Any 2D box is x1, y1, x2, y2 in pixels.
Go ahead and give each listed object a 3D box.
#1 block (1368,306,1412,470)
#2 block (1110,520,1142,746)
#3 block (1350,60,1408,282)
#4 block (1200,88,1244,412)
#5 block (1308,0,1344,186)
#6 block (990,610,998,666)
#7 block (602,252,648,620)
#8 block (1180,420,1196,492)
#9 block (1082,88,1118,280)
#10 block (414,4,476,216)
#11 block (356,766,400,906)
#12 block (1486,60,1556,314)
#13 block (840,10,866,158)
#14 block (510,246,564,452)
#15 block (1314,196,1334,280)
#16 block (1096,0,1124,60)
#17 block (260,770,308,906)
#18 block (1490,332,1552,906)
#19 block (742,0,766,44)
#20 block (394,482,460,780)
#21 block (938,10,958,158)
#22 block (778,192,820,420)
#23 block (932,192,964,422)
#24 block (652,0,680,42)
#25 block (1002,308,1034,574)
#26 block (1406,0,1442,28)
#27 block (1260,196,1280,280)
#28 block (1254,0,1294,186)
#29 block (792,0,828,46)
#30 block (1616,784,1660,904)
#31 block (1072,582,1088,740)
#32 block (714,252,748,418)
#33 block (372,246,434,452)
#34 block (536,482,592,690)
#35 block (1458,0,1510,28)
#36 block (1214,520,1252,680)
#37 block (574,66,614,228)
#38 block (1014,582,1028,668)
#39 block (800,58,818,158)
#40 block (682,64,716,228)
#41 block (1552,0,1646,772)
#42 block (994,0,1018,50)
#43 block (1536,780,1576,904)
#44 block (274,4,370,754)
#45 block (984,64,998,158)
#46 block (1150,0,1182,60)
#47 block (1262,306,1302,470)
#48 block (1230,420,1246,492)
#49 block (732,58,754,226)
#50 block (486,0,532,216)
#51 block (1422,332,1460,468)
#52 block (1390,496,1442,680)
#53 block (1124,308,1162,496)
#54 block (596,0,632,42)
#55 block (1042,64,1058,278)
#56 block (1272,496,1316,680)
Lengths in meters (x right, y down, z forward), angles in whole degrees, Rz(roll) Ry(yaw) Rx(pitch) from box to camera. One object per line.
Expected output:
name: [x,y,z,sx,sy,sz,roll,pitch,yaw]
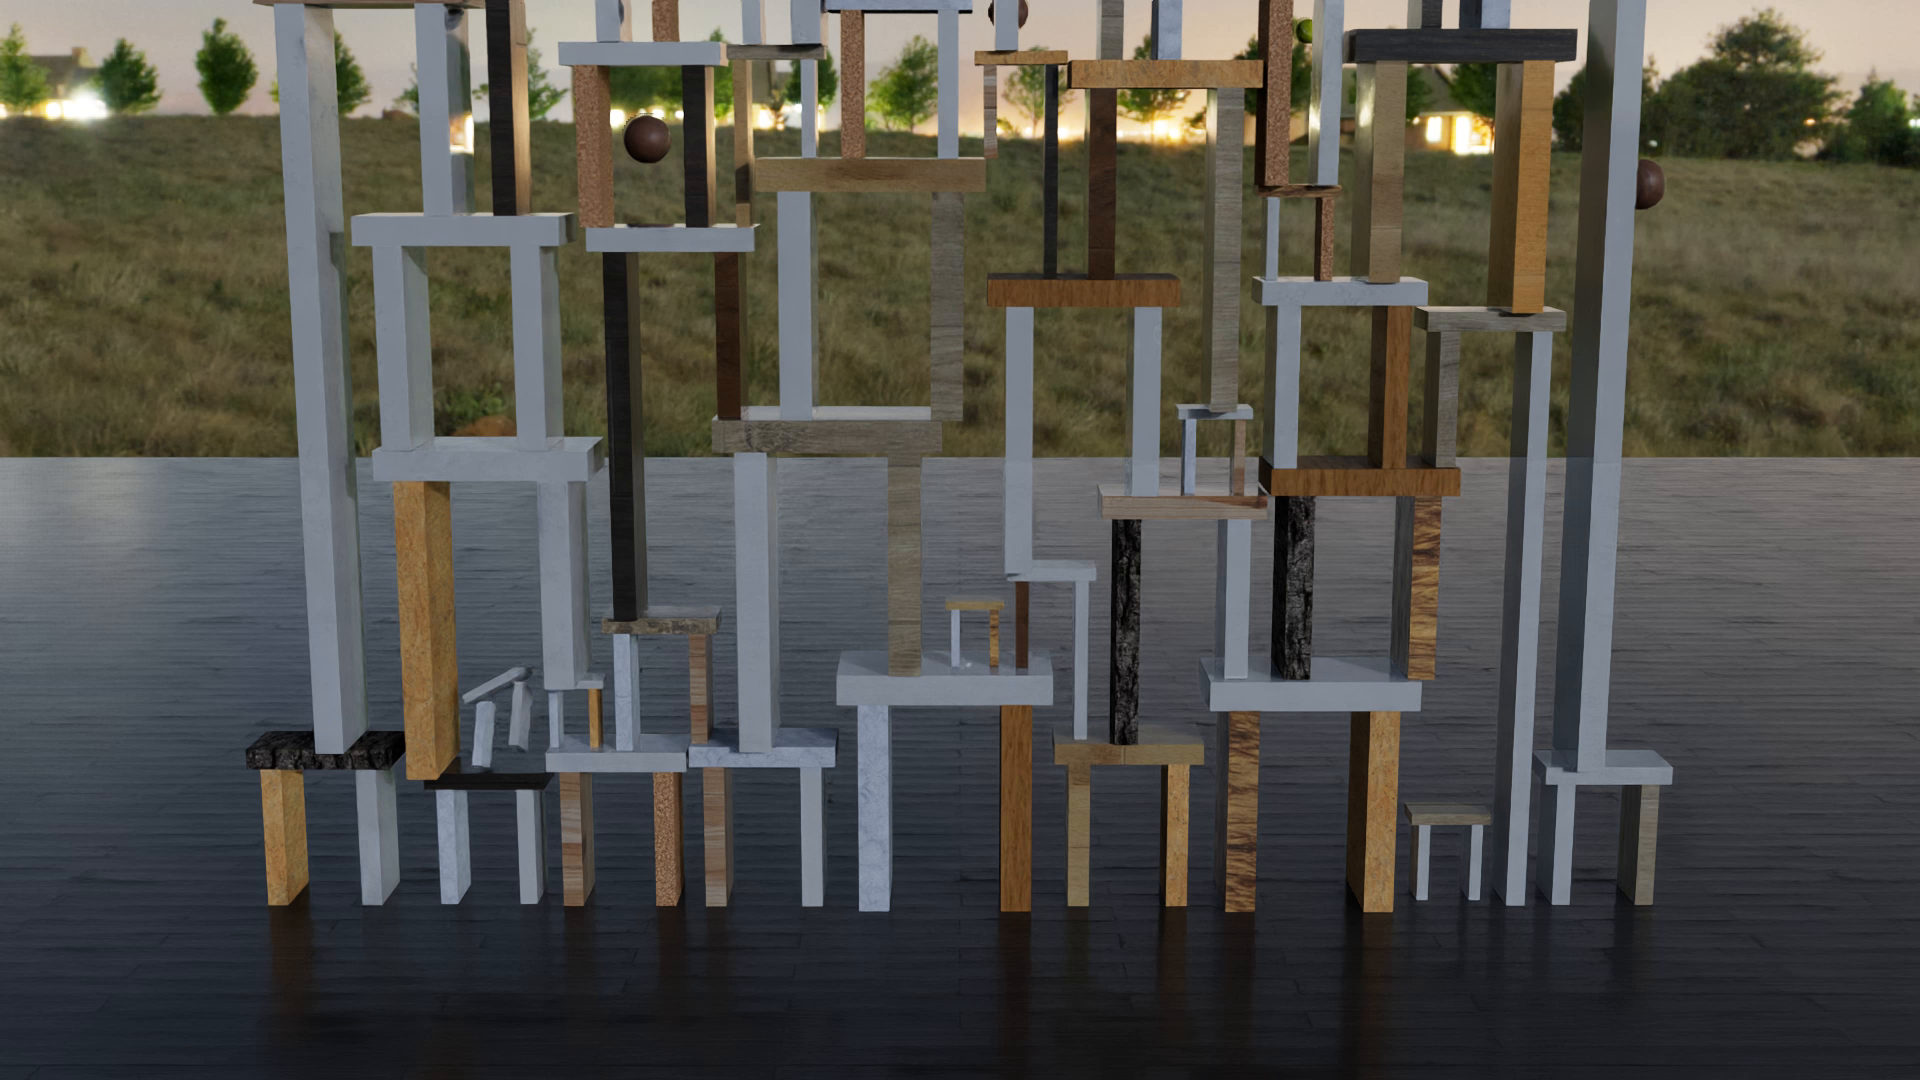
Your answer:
block: [0.684,-0.250,3.509,0.036,0.257,0.129,0,11,0]
block: [0.269,0.137,3.582,0.037,0.371,0.131,0,11,0]
block: [0.657,-0.579,3.456,0.048,0.336,0.168,0,11,0]
block: [0.413,-0.458,3.470,0.041,0.498,0.146,0,11,0]
block: [0.570,-0.782,3.411,0.031,0.455,0.110,1,11,1]
block: [0.056,0.155,3.586,0.013,0.094,0.047,0,11,0]
block: [-0.536,-0.171,3.530,0.037,0.587,0.130,0,11,0]
block: [0.367,-0.139,3.529,0.017,0.118,0.059,0,11,0]
block: [0.219,-0.560,3.451,0.041,0.292,0.146,0,11,0]
block: [-0.803,-0.670,3.434,0.045,0.319,0.159,0,11,0]
block: [-0.966,0.476,3.650,0.033,0.231,0.116,0,11,0]
block: [0.881,-0.556,3.460,0.048,0.383,0.168,0,11,0]
block: [-0.167,-0.708,3.426,0.032,0.223,0.112,0,11,0]
block: [-0.671,-0.311,3.498,0.045,0.320,0.160,0,11,0]
block: [0.575,-0.477,3.472,0.018,0.130,0.065,0,11,0]
block: [0.233,-0.872,3.401,0.034,0.258,0.121,0,11,0]
block: [-1.120,0.476,3.650,0.033,0.231,0.116,0,11,0]
block: [0.912,0.127,3.580,0.031,0.942,0.108,0,11,0]
block: [-0.321,-0.868,3.393,0.028,0.203,0.099,-2,11,0]
block: [-0.867,0.132,3.584,0.048,0.486,0.169,0,11,0]
block: [-0.018,-0.708,3.426,0.032,0.223,0.112,0,11,0]
block: [-0.255,-0.376,3.486,0.050,0.353,0.176,0,11,0]
block: [-0.019,-0.375,3.485,0.050,0.353,0.176,0,11,0]
block: [-0.457,-0.869,3.393,0.028,0.199,0.099,-1,11,0]
block: [0.092,-0.168,3.527,0.042,0.422,0.149,0,11,0]
block: [0.719,-0.898,3.390,0.031,0.220,0.110,0,11,0]
block: [0.489,-0.477,3.472,0.018,0.130,0.065,0,11,-1]
block: [0.488,-0.776,3.412,0.036,0.443,0.127,0,11,0]
block: [-0.231,-0.960,3.378,0.044,0.393,0.155,0,10,1]
block: [1.124,0.490,3.648,0.029,0.205,0.103,0,11,0]
block: [0.197,0.189,3.595,0.020,0.264,0.072,0,11,0]
block: [-0.363,-0.332,3.500,0.037,0.260,0.130,0,11,0]
block: [-0.884,-0.311,3.499,0.045,0.320,0.160,0,11,0]
block: [-0.641,0.058,3.571,0.048,0.338,0.169,0,11,0]
block: [0.812,-0.941,3.383,0.044,0.308,0.154,0,11,0]
block: [0.443,0.083,3.572,0.037,0.261,0.130,0,11,0]
block: [-0.572,-0.616,3.443,0.035,0.247,0.123,0,11,0]
block: [0.100,0.130,3.583,0.020,0.144,0.072,0,11,0]
block: [-0.234,-0.672,3.429,0.021,0.150,0.075,0,11,0]
block: [-0.408,-0.616,3.444,0.035,0.247,0.123,0,11,0]
block: [1.017,-0.366,3.490,0.044,1.477,0.154,0,11,0]
block: [0.071,-0.879,3.398,0.034,0.242,0.121,0,11,0]
block: [0.987,0.490,3.648,0.029,0.205,0.103,0,11,0]
block: [-1.016,-0.248,3.514,0.045,1.177,0.159,0,11,0]
block: [0.047,-0.668,3.431,0.020,0.143,0.072,0,11,0]
block: [0.320,-0.869,3.394,0.036,0.254,0.127,0,11,0]
block: [0.513,-0.250,3.509,0.036,0.257,0.129,0,11,0]
block: [0.445,-0.139,3.529,0.017,0.118,0.059,0,11,0]
block: [-0.338,-0.620,3.439,0.021,0.256,0.075,0,11,1]
block: [-0.703,-0.766,3.414,0.036,0.516,0.126,0,11,0]
block: [0.768,-0.230,3.513,0.031,0.216,0.108,0,11,0]
block: [0.740,0.063,3.576,0.042,0.299,0.149,0,11,0]
block: [0.292,-0.229,3.517,0.042,0.299,0.149,0,11,0]
block: [-0.536,-0.895,3.387,0.036,0.253,0.126,0,11,0]
block: [0.142,-0.578,3.450,0.020,0.328,0.072,0,11,0]
block: [0.541,0.063,3.576,0.042,0.299,0.149,0,11,0]
